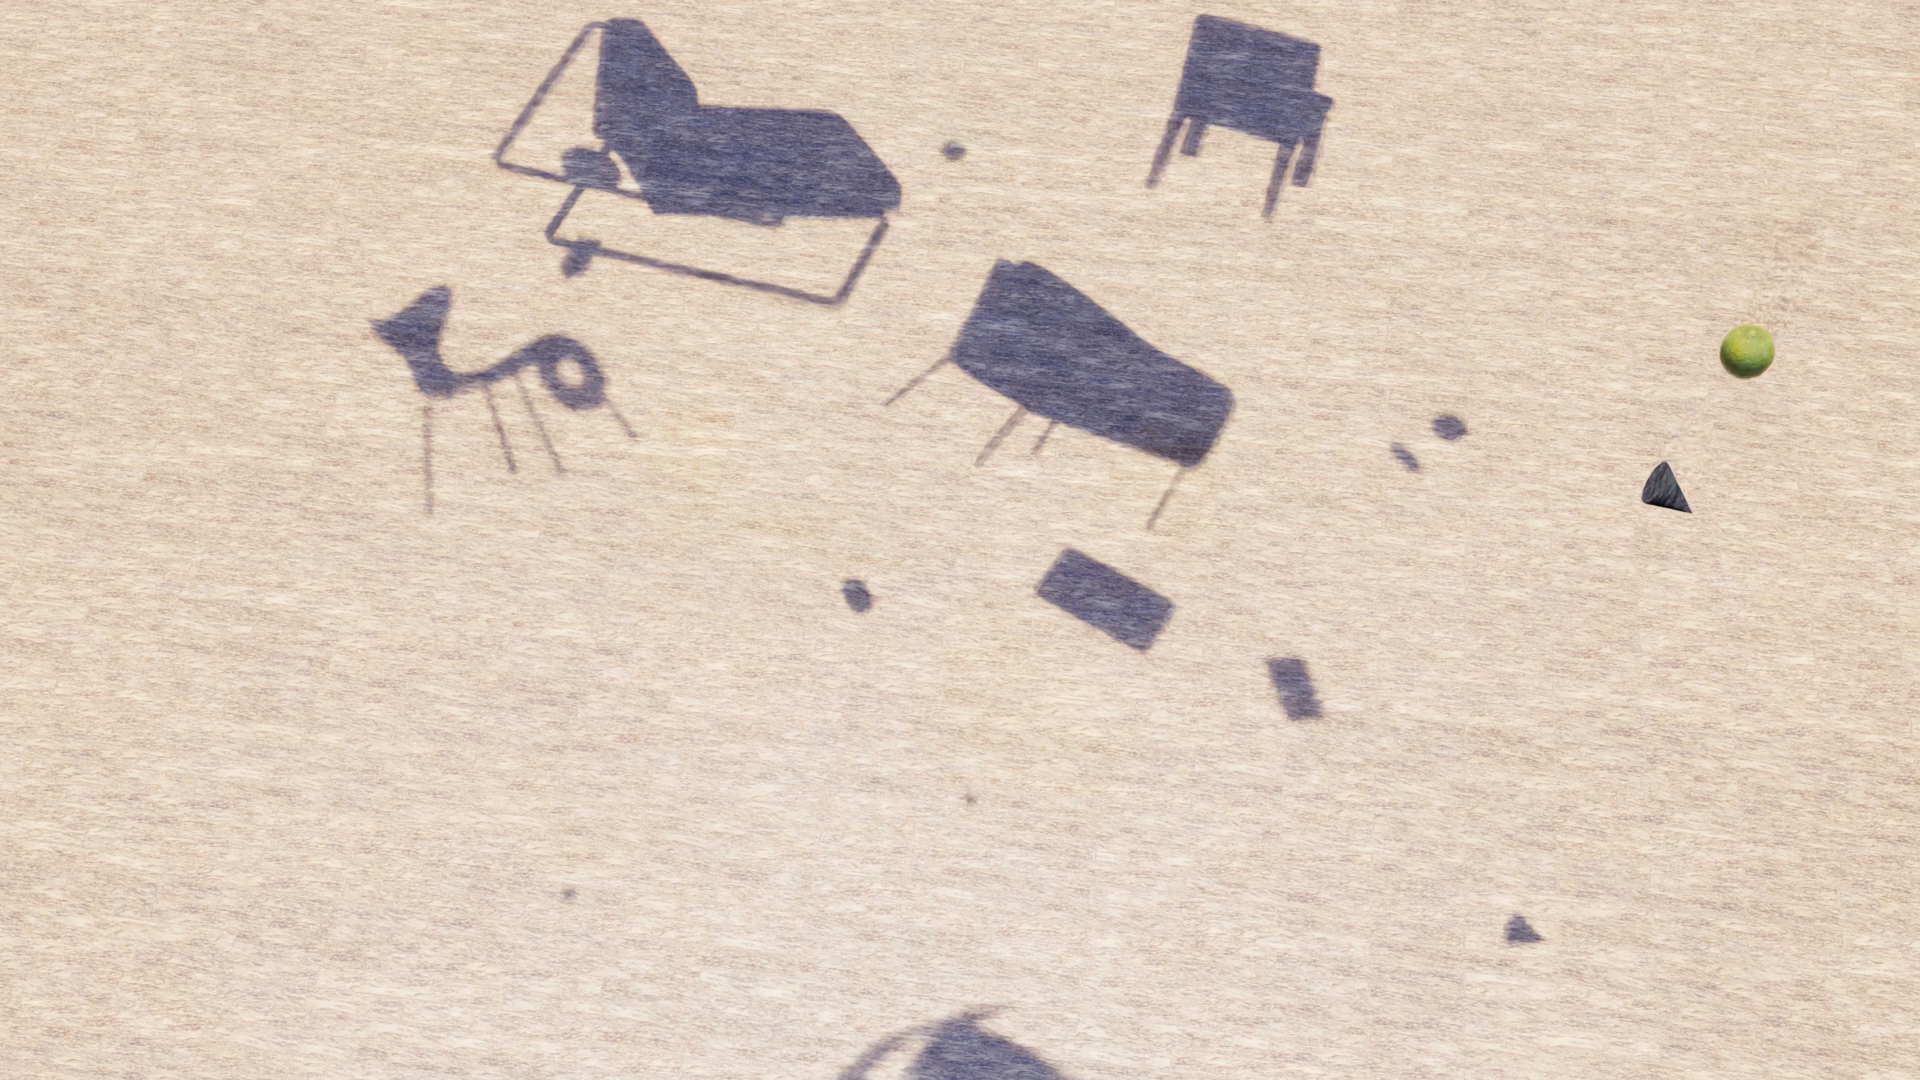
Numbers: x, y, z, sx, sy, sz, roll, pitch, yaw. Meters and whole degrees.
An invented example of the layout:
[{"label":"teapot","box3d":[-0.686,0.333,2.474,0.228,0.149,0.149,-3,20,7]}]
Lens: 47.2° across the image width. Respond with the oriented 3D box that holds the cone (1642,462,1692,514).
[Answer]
[{"label":"cone","box3d":[1.430,-0.084,4.403,0.108,0.061,0.107,37,63,-14]}]
